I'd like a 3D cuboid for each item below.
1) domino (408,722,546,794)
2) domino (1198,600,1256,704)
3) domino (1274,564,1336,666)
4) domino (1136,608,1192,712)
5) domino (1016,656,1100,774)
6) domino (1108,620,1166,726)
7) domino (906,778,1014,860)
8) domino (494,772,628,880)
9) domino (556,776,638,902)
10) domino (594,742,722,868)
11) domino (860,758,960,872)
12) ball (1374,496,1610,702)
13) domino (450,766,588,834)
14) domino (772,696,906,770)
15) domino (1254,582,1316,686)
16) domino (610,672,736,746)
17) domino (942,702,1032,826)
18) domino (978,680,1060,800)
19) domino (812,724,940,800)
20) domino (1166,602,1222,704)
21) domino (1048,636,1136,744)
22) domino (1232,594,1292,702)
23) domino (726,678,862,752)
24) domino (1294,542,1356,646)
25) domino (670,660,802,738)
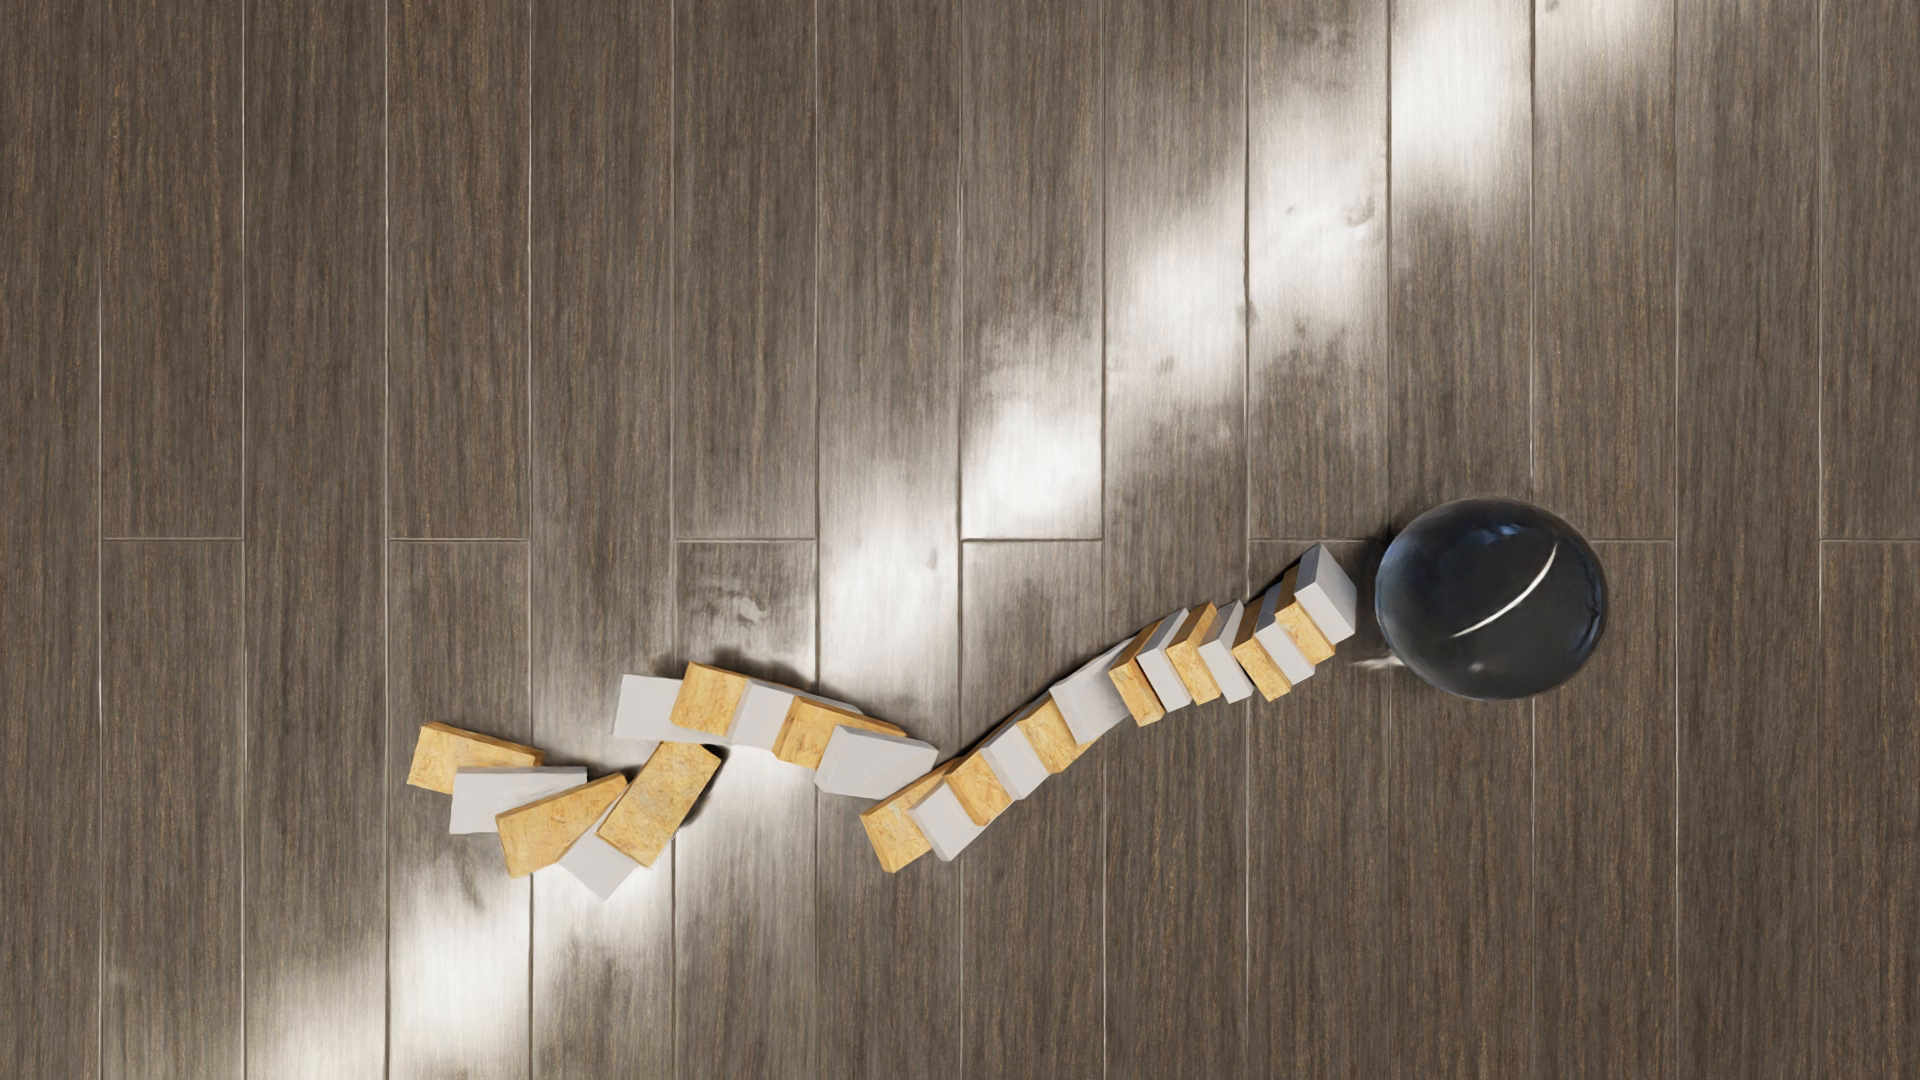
[{"bbox_3d":[-0.208,0.098,0.395,0.050,0.009,0.025,15,90,0],"label":"domino"},{"bbox_3d":[0.113,0.045,0.376,0.009,0.050,0.025,-30,90,29],"label":"domino"},{"bbox_3d":[0.143,0.029,0.376,0.009,0.050,0.025,-38,90,30],"label":"domino"},{"bbox_3d":[0.089,0.048,0.376,0.009,0.050,0.025,-30,90,30],"label":"domino"},{"bbox_3d":[0.049,0.072,0.383,0.050,0.010,0.025,-33,90,-32],"label":"domino"},{"bbox_3d":[0.079,0.054,0.376,0.010,0.050,0.025,-30,90,32],"label":"domino"},{"bbox_3d":[0.005,0.107,0.383,0.050,0.009,0.025,-35,91,-30],"label":"domino"},{"bbox_3d":[-0.163,0.118,0.381,0.050,0.009,0.025,-15,96,-33],"label":"domino"},{"bbox_3d":[-0.139,0.121,0.383,0.025,0.009,0.050,46,64,-11],"label":"domino"},{"bbox_3d":[-0.124,0.106,0.380,0.025,0.010,0.050,39,57,-12],"label":"domino"},{"bbox_3d":[-0.014,0.114,0.383,0.050,0.009,0.025,-24,90,-31],"label":"domino"},{"bbox_3d":[0.206,0.023,0.360,0.080,0.080,0.080,0,90,0],"label":"ball"},{"bbox_3d":[-0.185,0.109,0.386,0.050,0.010,0.025,6,93,-22],"label":"domino"},{"bbox_3d":[-0.050,0.085,0.384,0.050,0.009,0.025,24,89,-28],"label":"domino"},{"bbox_3d":[0.135,0.037,0.376,0.010,0.050,0.025,-38,90,30],"label":"domino"},{"bbox_3d":[-0.117,0.071,0.382,0.050,0.010,0.025,12,81,-29],"label":"domino"},{"bbox_3d":[0.019,0.093,0.383,0.050,0.010,0.025,-35,90,-30],"label":"domino"},{"bbox_3d":[0.034,0.083,0.383,0.050,0.010,0.025,-34,90,-32],"label":"domino"},{"bbox_3d":[-0.034,0.094,0.380,0.050,0.010,0.025,23,90,-41],"label":"domino"},{"bbox_3d":[0.100,0.045,0.376,0.010,0.050,0.025,-30,90,29],"label":"domino"},{"bbox_3d":[0.062,0.061,0.380,0.050,0.009,0.025,-24,84,-39],"label":"domino"},{"bbox_3d":[0.126,0.043,0.376,0.010,0.050,0.025,-37,90,30],"label":"domino"},{"bbox_3d":[-0.069,0.077,0.384,0.050,0.009,0.025,21,90,-27],"label":"domino"},{"bbox_3d":[0.151,0.021,0.376,0.009,0.050,0.025,-38,90,30],"label":"domino"},{"bbox_3d":[-0.092,0.070,0.384,0.050,0.010,0.025,21,86,-27],"label":"domino"}]
